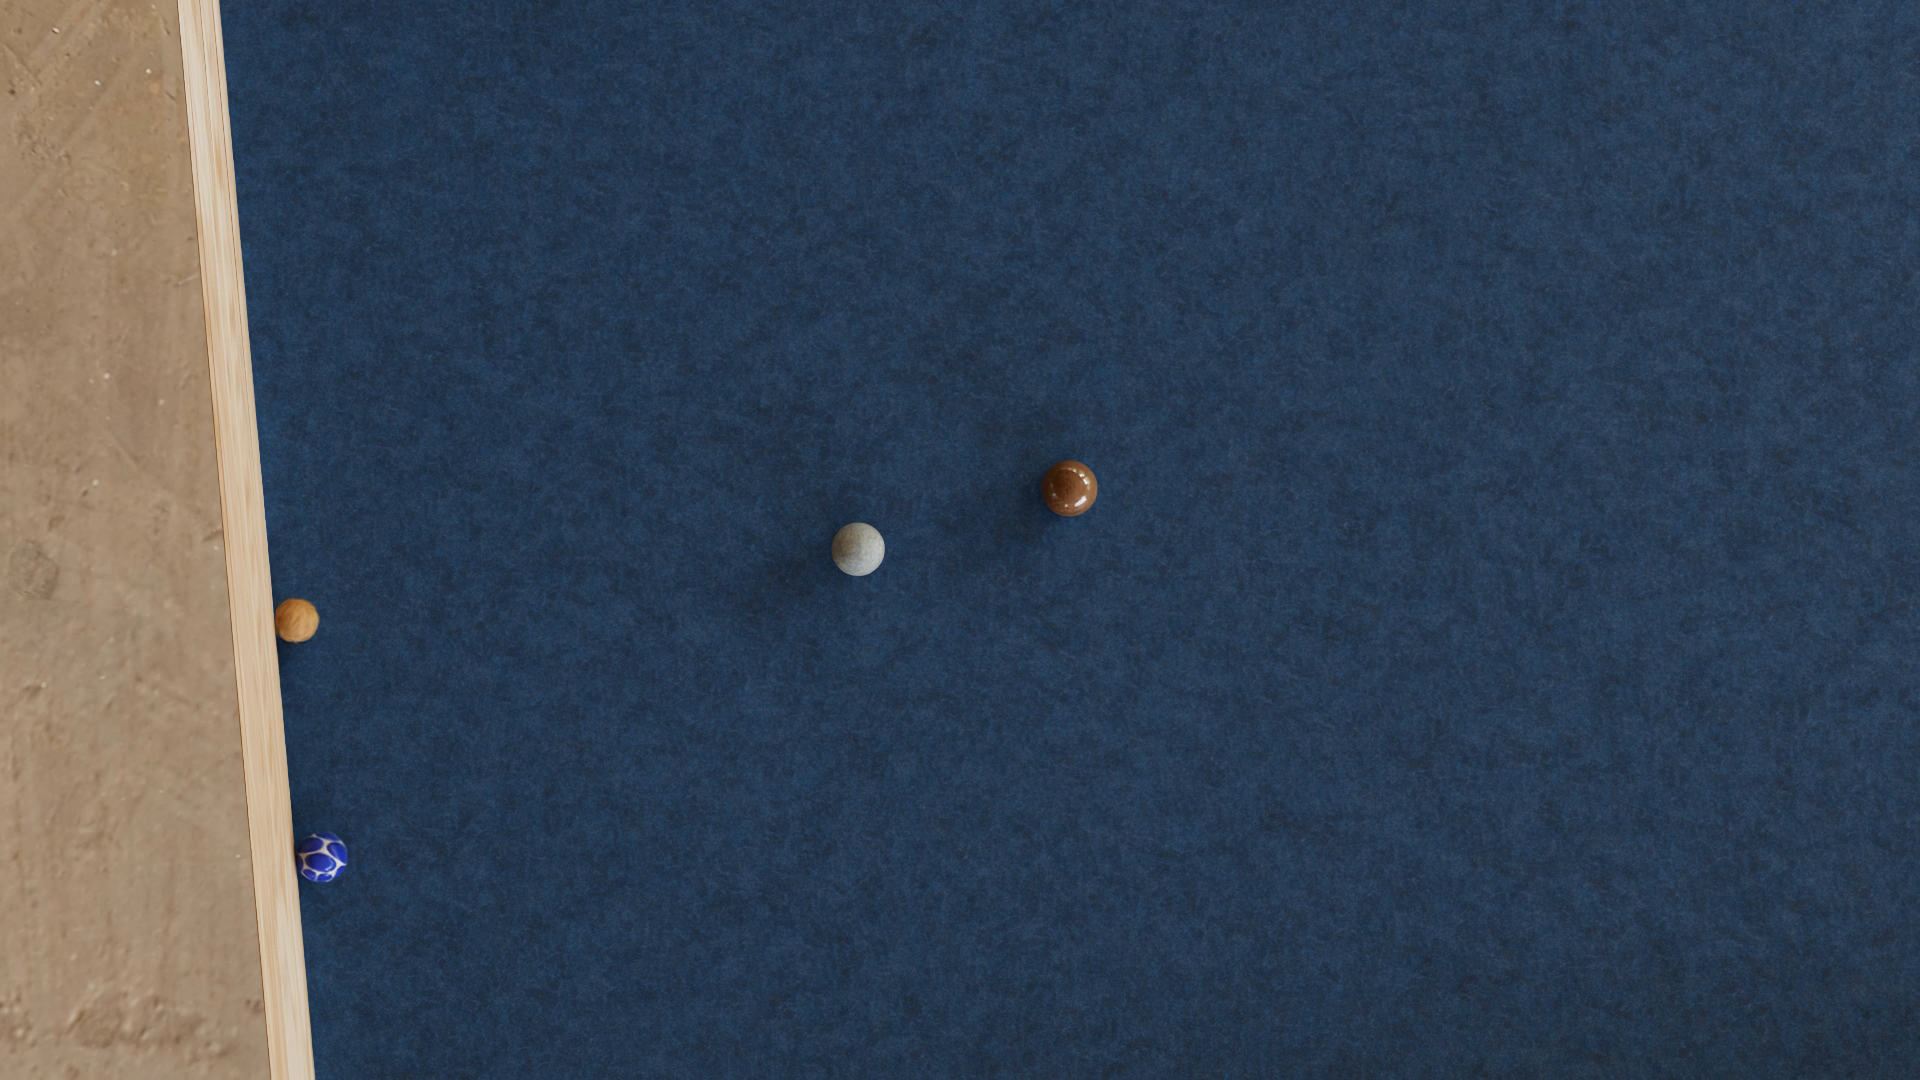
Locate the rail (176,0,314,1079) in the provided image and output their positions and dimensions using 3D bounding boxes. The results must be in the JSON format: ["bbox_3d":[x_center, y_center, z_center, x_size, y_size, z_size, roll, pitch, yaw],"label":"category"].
[{"bbox_3d":[-1.027,0.124,3.219,0.045,0.110,2.389,-7,84,-1],"label":"rail"}]

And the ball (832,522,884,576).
[{"bbox_3d":[-0.151,0.014,3.248,0.079,0.079,0.079,0,84,0],"label":"ball"}]

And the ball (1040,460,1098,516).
[{"bbox_3d":[0.162,-0.076,3.256,0.084,0.084,0.084,0,84,0],"label":"ball"}]

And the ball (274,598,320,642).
[{"bbox_3d":[-0.979,0.119,3.243,0.065,0.065,0.065,0,84,0],"label":"ball"}]

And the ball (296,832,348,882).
[{"bbox_3d":[-0.929,0.461,3.201,0.073,0.073,0.073,0,84,0],"label":"ball"}]
